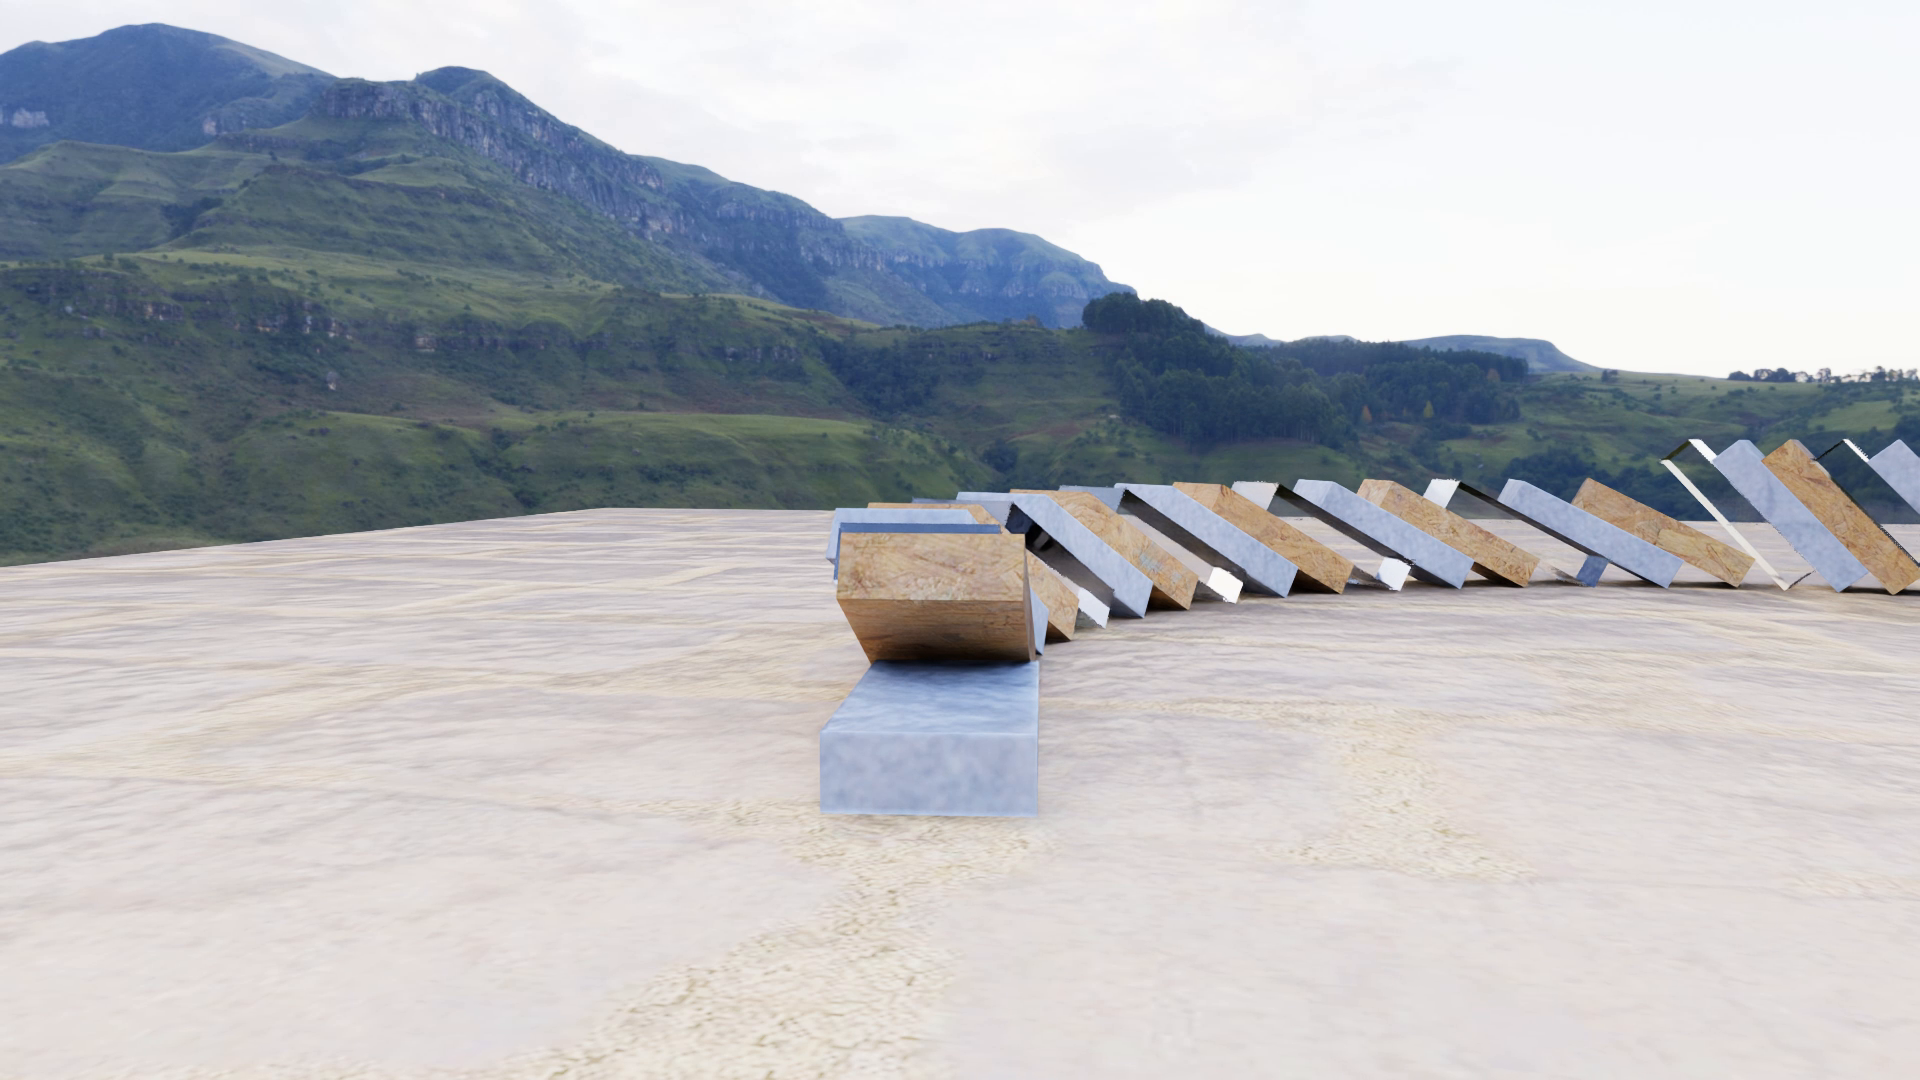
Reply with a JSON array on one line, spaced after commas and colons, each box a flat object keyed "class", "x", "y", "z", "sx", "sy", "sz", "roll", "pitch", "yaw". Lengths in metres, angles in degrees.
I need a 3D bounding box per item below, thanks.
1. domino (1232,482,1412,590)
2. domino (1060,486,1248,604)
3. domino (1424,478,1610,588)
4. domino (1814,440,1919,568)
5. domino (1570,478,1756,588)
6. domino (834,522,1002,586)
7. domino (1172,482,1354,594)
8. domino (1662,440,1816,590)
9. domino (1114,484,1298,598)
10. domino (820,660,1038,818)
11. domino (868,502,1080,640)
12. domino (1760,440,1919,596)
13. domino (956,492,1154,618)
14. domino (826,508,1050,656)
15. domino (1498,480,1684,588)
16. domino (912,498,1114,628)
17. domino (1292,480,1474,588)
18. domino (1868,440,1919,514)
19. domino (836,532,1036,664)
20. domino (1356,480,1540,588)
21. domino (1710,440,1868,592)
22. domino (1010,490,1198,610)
[{"class": "domino", "x": 0.104, "y": -0.001, "z": 0.376, "sx": 0.050, "sy": 0.010, "sz": 0.025, "roll": 27, "pitch": -4, "yaw": -17}, {"class": "domino", "x": 0.050, "y": 0.001, "z": 0.340, "sx": 0.050, "sy": 0.010, "sz": 0.025, "roll": 30, "pitch": -14, "yaw": -33}, {"class": "domino", "x": 0.168, "y": -0.003, "z": 0.392, "sx": 0.050, "sy": 0.010, "sz": 0.025, "roll": 28, "pitch": 5, "yaw": 0}, {"class": "domino", "x": 0.269, "y": -0.007, "z": 0.368, "sx": 0.025, "sy": 0.050, "sz": 0.009, "roll": -6, "pitch": -34, "yaw": -53}, {"class": "domino", "x": 0.214, "y": -0.003, "z": 0.392, "sx": 0.050, "sy": 0.010, "sz": 0.025, "roll": 31, "pitch": 14, "yaw": 20}, {"class": "domino", "x": -0.003, "y": 0.011, "z": 0.218, "sx": 0.025, "sy": 0.010, "sz": 0.050, "roll": 1, "pitch": -21, "yaw": 10}, {"class": "domino", "x": 0.085, "y": -0.001, "z": 0.367, "sx": 0.050, "sy": 0.009, "sz": 0.025, "roll": 28, "pitch": -7, "yaw": -22}, {"class": "domino", "x": 0.236, "y": -0.008, "z": 0.388, "sx": 0.025, "sy": 0.050, "sz": 0.010, "roll": -6, "pitch": -34, "yaw": -53}, {"class": "domino", "x": 0.067, "y": 0.000, "z": 0.354, "sx": 0.050, "sy": 0.010, "sz": 0.025, "roll": 29, "pitch": -10, "yaw": -27}, {"class": "domino", "x": -0.002, "y": 0.025, "z": 0.172, "sx": 0.025, "sy": 0.009, "sz": 0.050, "roll": 0, "pitch": 4, "yaw": 4}, {"class": "domino", "x": 0.003, "y": 0.007, "z": 0.264, "sx": 0.025, "sy": 0.010, "sz": 0.050, "roll": 2, "pitch": -22, "yaw": 30}, {"class": "domino", "x": 0.259, "y": -0.008, "z": 0.376, "sx": 0.025, "sy": 0.050, "sz": 0.010, "roll": -5, "pitch": -35, "yaw": -52}, {"class": "domino", "x": 0.022, "y": 0.004, "z": 0.305, "sx": 0.025, "sy": 0.010, "sz": 0.050, "roll": 3, "pitch": -22, "yaw": 40}, {"class": "domino", "x": -0.003, "y": 0.009, "z": 0.242, "sx": 0.025, "sy": 0.010, "sz": 0.050, "roll": 1, "pitch": -23, "yaw": 22}, {"class": "domino", "x": 0.192, "y": -0.003, "z": 0.393, "sx": 0.050, "sy": 0.010, "sz": 0.025, "roll": 29, "pitch": 10, "yaw": 10}, {"class": "domino", "x": 0.012, "y": 0.006, "z": 0.285, "sx": 0.025, "sy": 0.010, "sz": 0.050, "roll": 3, "pitch": -21, "yaw": 34}, {"class": "domino", "x": 0.125, "y": -0.002, "z": 0.385, "sx": 0.050, "sy": 0.010, "sz": 0.025, "roll": 27, "pitch": 0, "yaw": -9}, {"class": "domino", "x": 0.278, "y": -0.006, "z": 0.359, "sx": 0.025, "sy": 0.050, "sz": 0.009, "roll": -6, "pitch": -34, "yaw": -53}, {"class": "domino", "x": -0.002, "y": 0.013, "z": 0.195, "sx": 0.025, "sy": 0.010, "sz": 0.050, "roll": 0, "pitch": -22, "yaw": 5}, {"class": "domino", "x": 0.147, "y": -0.002, "z": 0.390, "sx": 0.050, "sy": 0.010, "sz": 0.025, "roll": 27, "pitch": 3, "yaw": -3}, {"class": "domino", "x": 0.248, "y": -0.008, "z": 0.383, "sx": 0.025, "sy": 0.050, "sz": 0.009, "roll": -6, "pitch": -34, "yaw": -53}, {"class": "domino", "x": 0.035, "y": 0.003, "z": 0.322, "sx": 0.025, "sy": 0.010, "sz": 0.050, "roll": 4, "pitch": -21, "yaw": 45}]
